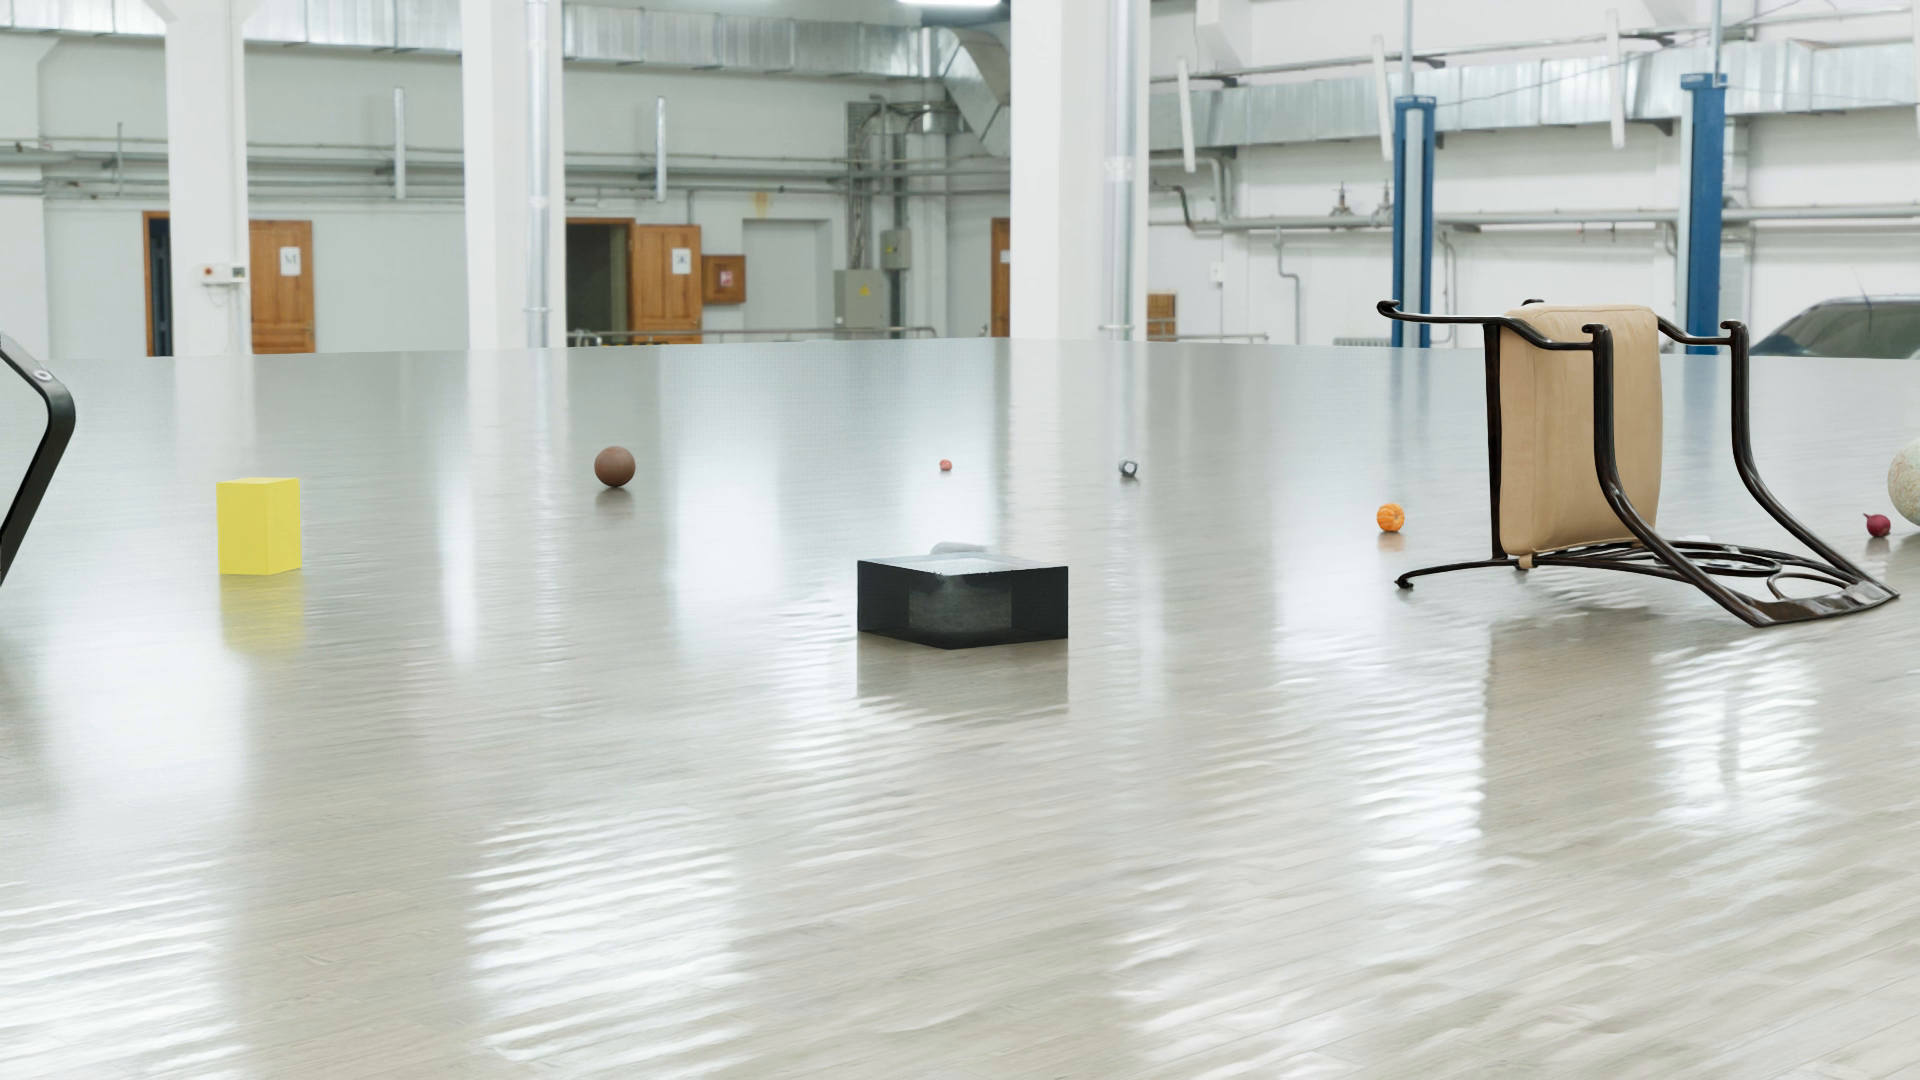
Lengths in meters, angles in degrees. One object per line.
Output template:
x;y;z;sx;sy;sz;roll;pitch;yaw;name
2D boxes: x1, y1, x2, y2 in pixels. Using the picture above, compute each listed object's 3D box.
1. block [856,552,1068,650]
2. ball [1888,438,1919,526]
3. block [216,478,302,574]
0.003;0.108;4.717;0.264;0.133;0.302;-4;7;-34;block
2.539;-0.151;6.659;0.249;0.249;0.249;0;6;0;ball
-1.568;-0.033;5.742;0.121;0.202;0.157;1;6;12;block
